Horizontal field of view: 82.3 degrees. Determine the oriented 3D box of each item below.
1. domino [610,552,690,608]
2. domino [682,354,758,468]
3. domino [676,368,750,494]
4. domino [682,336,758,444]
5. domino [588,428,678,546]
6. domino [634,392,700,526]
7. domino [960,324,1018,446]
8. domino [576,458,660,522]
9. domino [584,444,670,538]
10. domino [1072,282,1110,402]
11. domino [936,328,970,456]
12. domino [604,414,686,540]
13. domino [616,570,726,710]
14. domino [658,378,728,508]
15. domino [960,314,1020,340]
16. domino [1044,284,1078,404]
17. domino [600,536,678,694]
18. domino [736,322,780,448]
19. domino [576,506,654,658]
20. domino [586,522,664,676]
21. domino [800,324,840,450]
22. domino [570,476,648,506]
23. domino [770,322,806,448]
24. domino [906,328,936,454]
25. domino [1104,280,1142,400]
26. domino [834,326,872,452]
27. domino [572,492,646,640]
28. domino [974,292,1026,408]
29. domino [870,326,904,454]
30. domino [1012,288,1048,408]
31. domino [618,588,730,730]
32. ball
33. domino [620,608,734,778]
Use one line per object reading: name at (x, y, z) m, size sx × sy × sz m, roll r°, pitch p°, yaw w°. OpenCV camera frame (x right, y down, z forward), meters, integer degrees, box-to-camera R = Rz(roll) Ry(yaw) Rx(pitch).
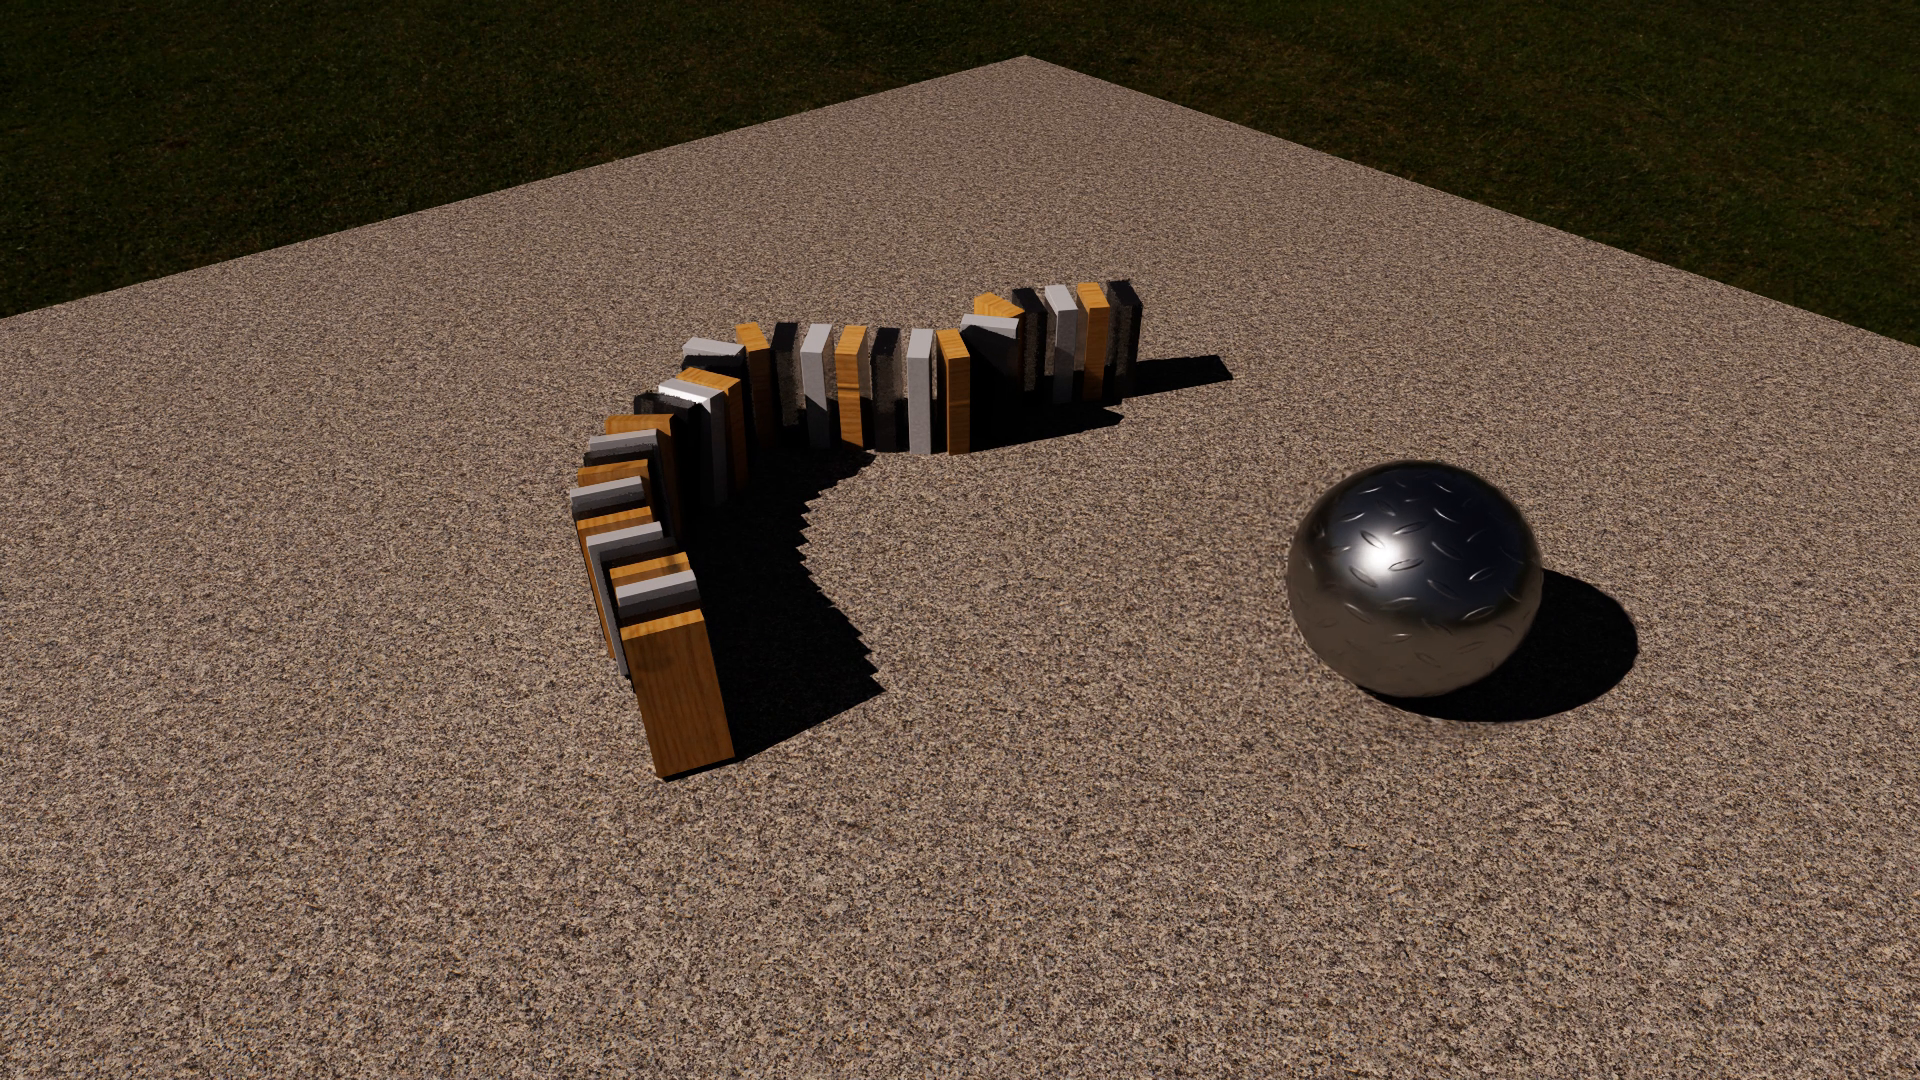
domino at (-0.100, 0.031, 0.373) m, size 0.025 × 0.050 × 0.009 m, roll -14°, pitch 23°, yaw -16°
domino at (-0.104, -0.056, 0.479) m, size 0.025 × 0.050 × 0.009 m, roll 2°, pitch 37°, yaw 2°
domino at (-0.105, -0.046, 0.468) m, size 0.025 × 0.050 × 0.009 m, roll 16°, pitch 36°, yaw 18°
domino at (-0.106, -0.064, 0.489) m, size 0.025 × 0.050 × 0.009 m, roll 11°, pitch 39°, yaw 14°
domino at (-0.128, -0.017, 0.432) m, size 0.025 × 0.050 × 0.010 m, roll -9°, pitch 21°, yaw -11°
domino at (-0.120, -0.033, 0.452) m, size 0.025 × 0.050 × 0.009 m, roll 13°, pitch 24°, yaw 16°
domino at (0.013, -0.070, 0.496) m, size 0.025 × 0.050 × 0.010 m, roll 24°, pitch 45°, yaw 26°
domino at (-0.126, -0.004, 0.416) m, size 0.025 × 0.050 × 0.010 m, roll -9°, pitch 22°, yaw -11°
domino at (-0.127, -0.010, 0.424) m, size 0.025 × 0.050 × 0.010 m, roll -9°, pitch 22°, yaw -11°
domino at (0.062, -0.095, 0.527) m, size 0.009 × 0.050 × 0.025 m, roll -5°, pitch 40°, yaw -6°
domino at (-0.003, -0.066, 0.492) m, size 0.009 × 0.050 × 0.025 m, roll -8°, pitch 40°, yaw -10°
domino at (-0.126, -0.025, 0.441) m, size 0.025 × 0.050 × 0.009 m, roll -2°, pitch 21°, yaw -2°
domino at (-0.096, 0.037, 0.366) m, size 0.025 × 0.050 × 0.010 m, roll -14°, pitch 23°, yaw -16°
domino at (-0.111, -0.040, 0.460) m, size 0.025 × 0.050 × 0.010 m, roll 16°, pitch 32°, yaw 18°
domino at (0.013, -0.079, 0.507) m, size 0.025 × 0.050 × 0.010 m, roll 7°, pitch 40°, yaw 9°
domino at (0.047, -0.093, 0.525) m, size 0.009 × 0.050 × 0.025 m, roll -6°, pitch 40°, yaw -8°
domino at (-0.106, 0.026, 0.379) m, size 0.025 × 0.050 × 0.010 m, roll -13°, pitch 23°, yaw -16°
domino at (-0.091, -0.070, 0.496) m, size 0.010 × 0.050 × 0.025 m, roll -14°, pitch 41°, yaw -17°
domino at (-0.118, 0.015, 0.392) m, size 0.025 × 0.050 × 0.010 m, roll -13°, pitch 23°, yaw -16°
domino at (-0.112, 0.021, 0.386) m, size 0.025 × 0.050 × 0.010 m, roll -13°, pitch 23°, yaw -16°
domino at (-0.063, -0.069, 0.496) m, size 0.009 × 0.050 × 0.025 m, roll 3°, pitch 39°, yaw 4°
domino at (-0.125, 0.003, 0.407) m, size 0.025 × 0.050 × 0.009 m, roll -13°, pitch 23°, yaw -16°
domino at (-0.077, -0.070, 0.497) m, size 0.009 × 0.050 × 0.025 m, roll 1°, pitch 39°, yaw -1°
domino at (-0.017, -0.066, 0.492) m, size 0.009 × 0.050 × 0.025 m, roll 2°, pitch 39°, yaw 3°
domino at (0.077, -0.096, 0.529) m, size 0.009 × 0.050 × 0.025 m, roll -6°, pitch 40°, yaw -7°
domino at (-0.047, -0.068, 0.494) m, size 0.009 × 0.050 × 0.025 m, roll 4°, pitch 39°, yaw 5°
domino at (-0.122, 0.010, 0.399) m, size 0.025 × 0.050 × 0.010 m, roll -13°, pitch 23°, yaw -16°
domino at (0.018, -0.089, 0.520) m, size 0.010 × 0.050 × 0.025 m, roll -29°, pitch 47°, yaw -30°
domino at (-0.032, -0.067, 0.493) m, size 0.009 × 0.050 × 0.025 m, roll 4°, pitch 39°, yaw 5°
domino at (0.032, -0.091, 0.523) m, size 0.010 × 0.050 × 0.025 m, roll -9°, pitch 40°, yaw -11°
domino at (-0.093, 0.043, 0.358) m, size 0.025 × 0.050 × 0.009 m, roll -14°, pitch 23°, yaw -16°
ball at (0.152, 0.013, 0.372) m, size 0.080 × 0.080 × 0.080 m, roll 0°, pitch 39°, yaw 0°
domino at (-0.090, 0.049, 0.351) m, size 0.025 × 0.050 × 0.010 m, roll -14°, pitch 23°, yaw -16°
